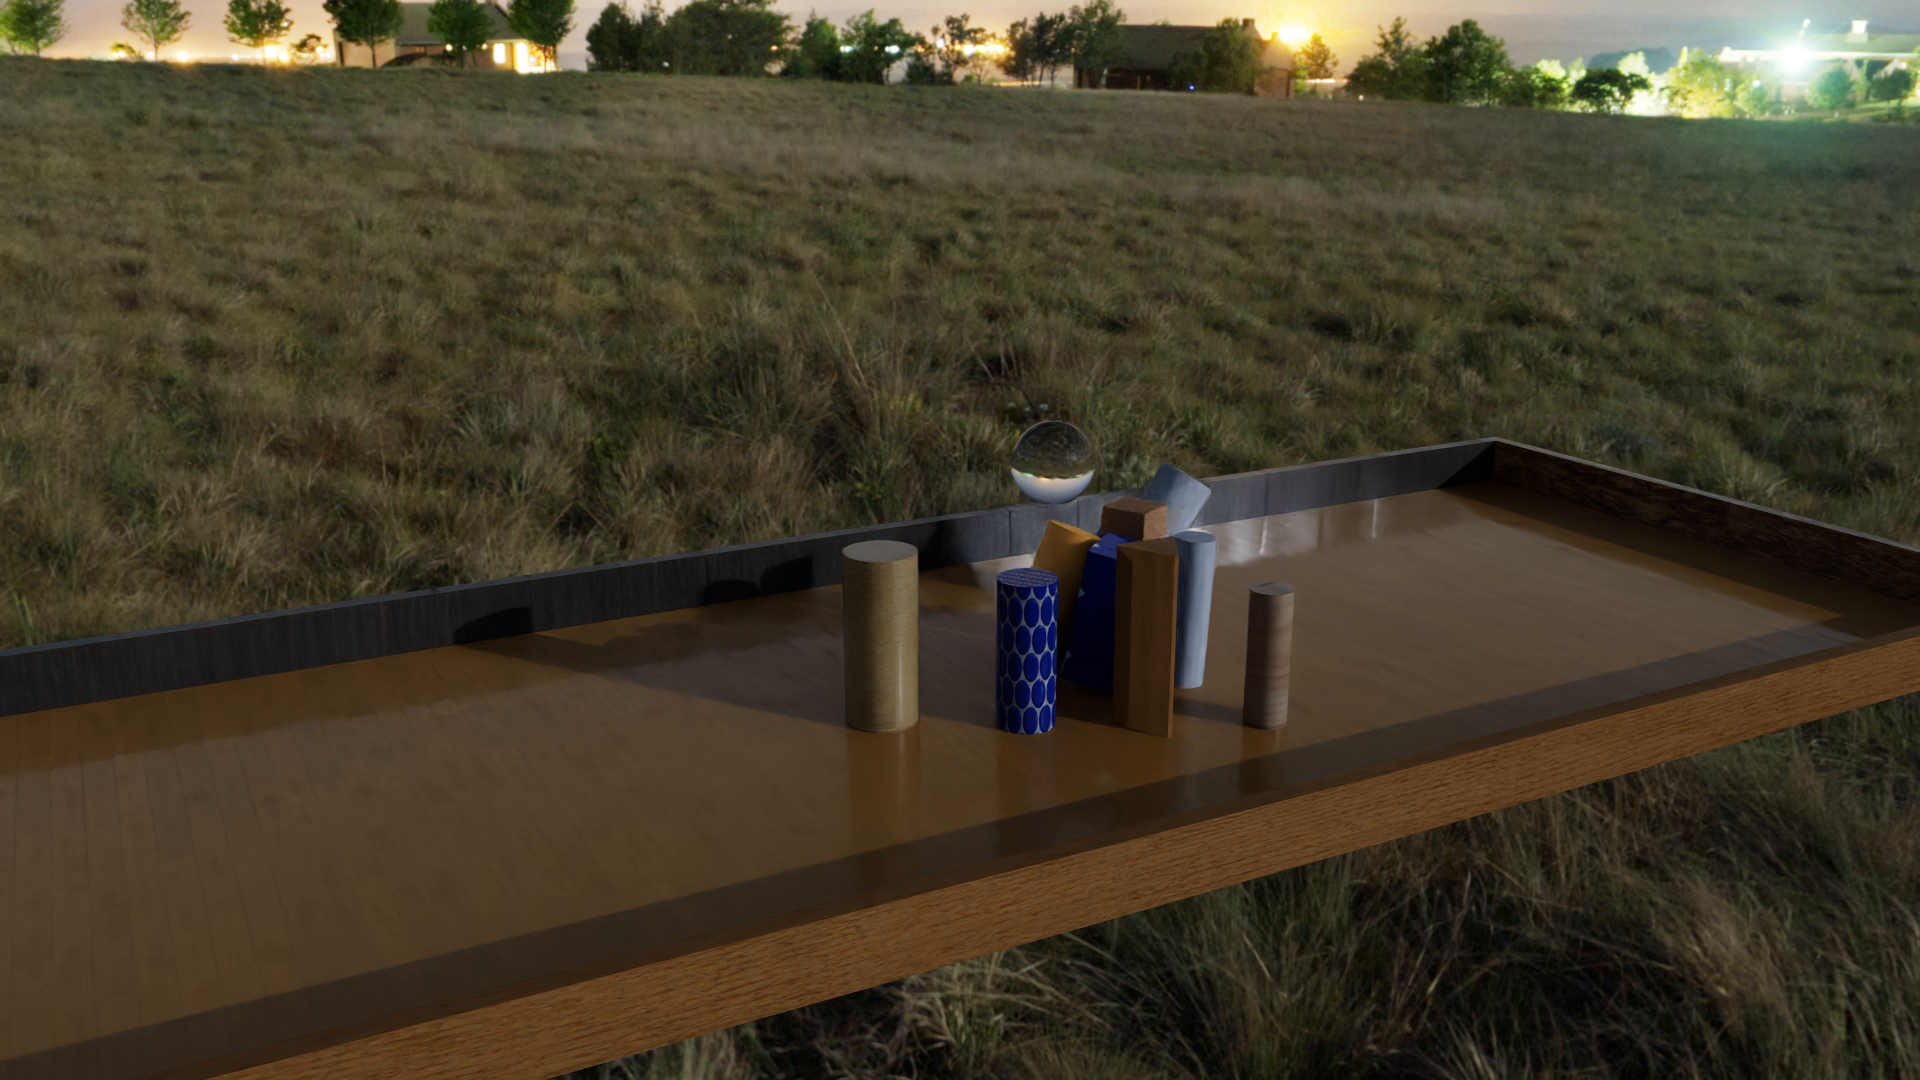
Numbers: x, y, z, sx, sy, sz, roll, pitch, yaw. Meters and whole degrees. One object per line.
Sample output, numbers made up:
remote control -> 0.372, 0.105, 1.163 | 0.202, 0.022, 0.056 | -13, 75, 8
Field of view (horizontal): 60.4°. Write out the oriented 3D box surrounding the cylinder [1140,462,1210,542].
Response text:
cylinder -> 0.543, -0.016, 4.693 | 0.161, 0.383, 0.161 | 32, 0, 0

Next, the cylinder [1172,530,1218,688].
cylinder -> 0.569, 0.172, 4.090 | 0.101, 0.378, 0.101 | 3, 17, -1

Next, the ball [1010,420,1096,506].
ball -> 0.282, -0.235, 4.996 | 0.259, 0.259, 0.259 | 0, 16, 0

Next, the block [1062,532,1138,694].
block -> 0.390, 0.185, 4.077 | 0.174, 0.341, 0.174 | 16, 21, 17

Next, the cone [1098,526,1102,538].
cone -> 0.362, 0.107, 4.410 | 0.164, 0.312, 0.164 | 4, 21, -1

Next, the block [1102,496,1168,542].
block -> 0.448, 0.101, 4.298 | 0.123, 0.400, 0.123 | 12, 20, 33

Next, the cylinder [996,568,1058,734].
cylinder -> 0.155, 0.258, 3.839 | 0.143, 0.359, 0.143 | 0, 16, 0

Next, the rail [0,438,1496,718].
rail -> -3.305, 0.497, 3.399 | 12.000, 0.150, 0.050 | -9, 18, -27

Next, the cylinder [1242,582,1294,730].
cylinder -> 0.719, 0.270, 3.849 | 0.104, 0.331, 0.104 | 0, 16, 0

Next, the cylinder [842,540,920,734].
cylinder -> -0.184, 0.225, 3.852 | 0.175, 0.416, 0.175 | 0, 16, 0

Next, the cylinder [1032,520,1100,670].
cylinder -> 0.241, 0.141, 4.195 | 0.160, 0.349, 0.160 | 20, 5, -2

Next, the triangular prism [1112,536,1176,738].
triangular prism -> 0.459, 0.218, 3.838 | 0.155, 0.438, 0.134 | 11, 20, 33

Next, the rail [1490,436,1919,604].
rail -> 2.466, -0.048, 5.253 | 0.050, 0.150, 2.100 | -9, 18, -27

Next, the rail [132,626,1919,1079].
rail -> -2.336, 1.006, 1.665 | 12.000, 0.150, 0.050 | -9, 18, -27
